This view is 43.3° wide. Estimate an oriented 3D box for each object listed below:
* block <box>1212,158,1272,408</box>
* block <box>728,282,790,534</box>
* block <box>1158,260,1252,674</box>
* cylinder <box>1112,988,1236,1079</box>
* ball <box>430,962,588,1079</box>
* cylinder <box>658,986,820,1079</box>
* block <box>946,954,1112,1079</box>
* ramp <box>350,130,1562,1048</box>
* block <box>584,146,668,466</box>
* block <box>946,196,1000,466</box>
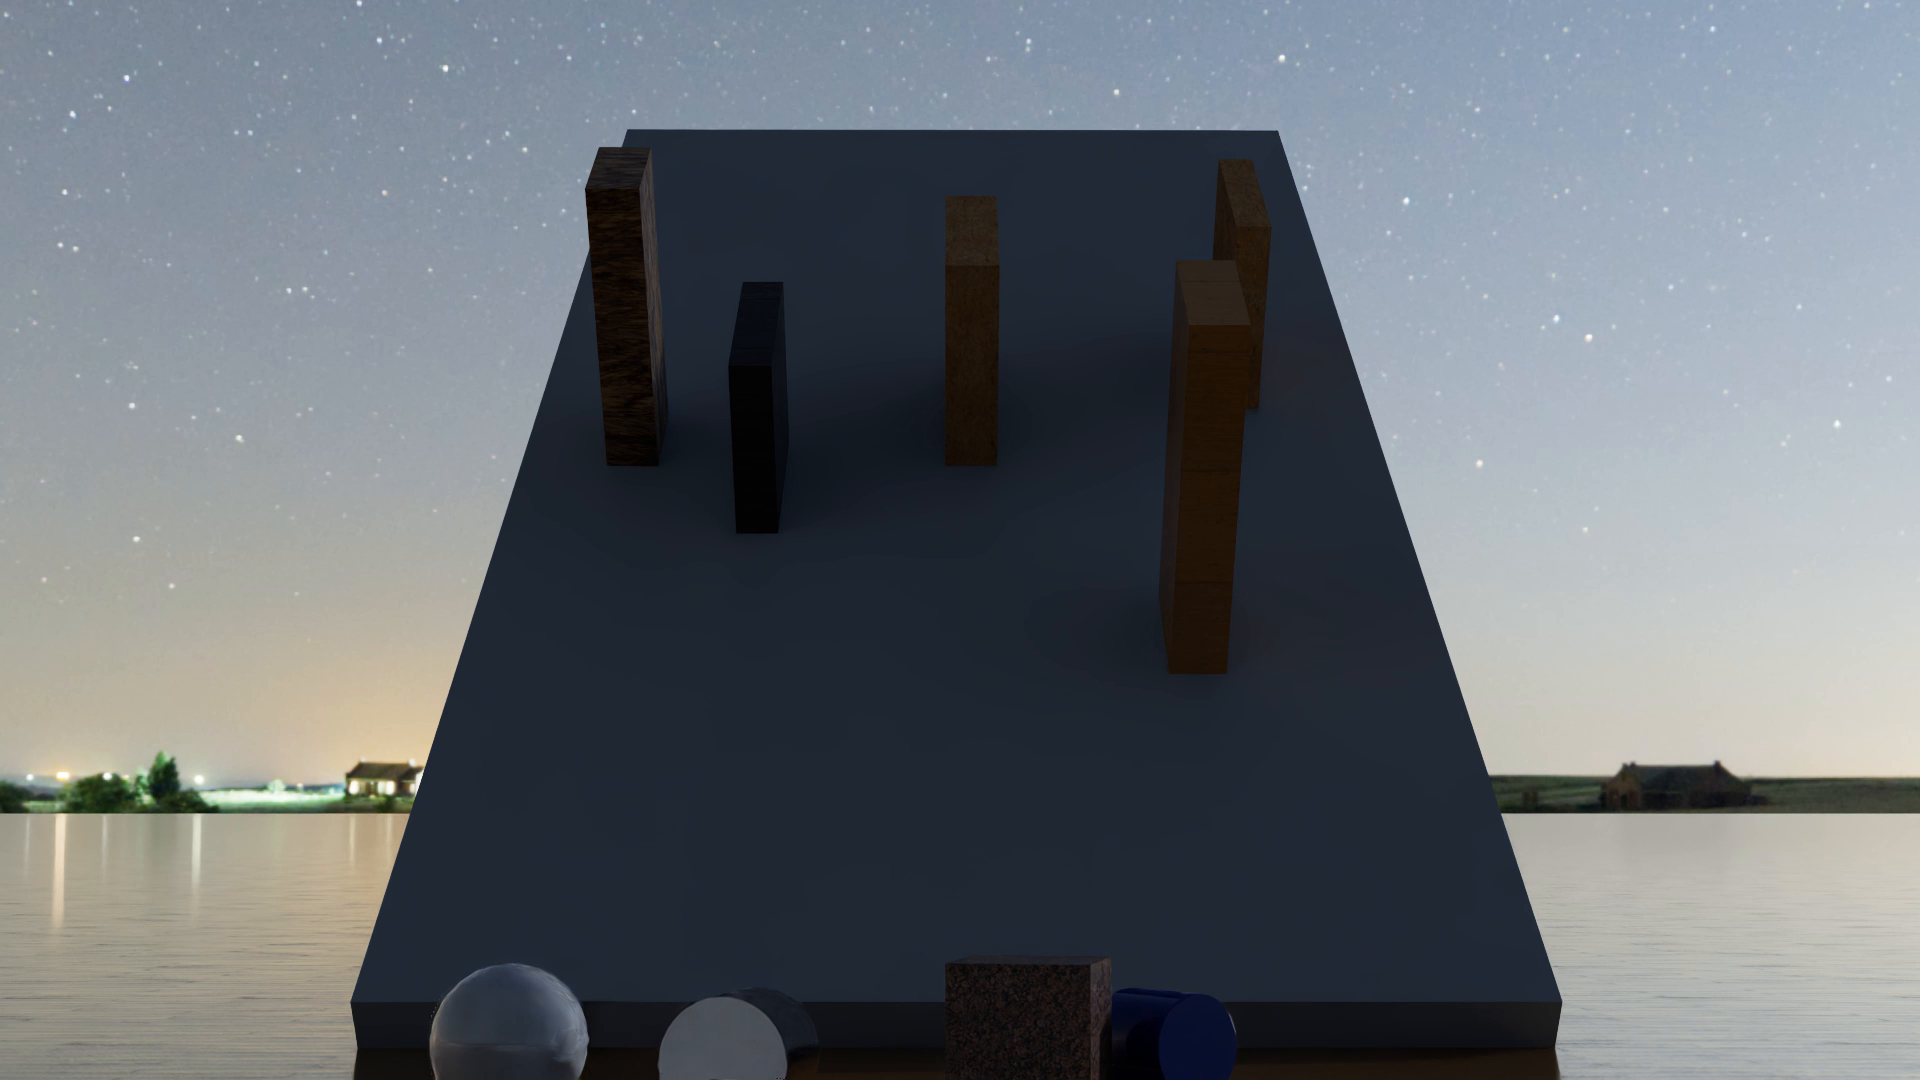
[{"bbox_3d":[0.678,-0.628,5.902,0.081,0.473,0.424,0,30,0],"label":"block"},{"bbox_3d":[-0.445,-0.299,5.397,0.091,0.410,0.427,0,30,0],"label":"block"},{"bbox_3d":[0.476,-0.138,4.773,0.114,0.768,0.294,0,30,0],"label":"block"},{"bbox_3d":[0.285,0.703,3.384,0.144,0.144,0.144,5,-8,-36],"label":"cylinder"},{"bbox_3d":[-0.578,0.644,3.104,0.201,0.201,0.201,0,-6,0],"label":"ball"},{"bbox_3d":[-0.279,0.659,3.082,0.166,0.166,0.166,-1,-6,11],"label":"cylinder"},{"bbox_3d":[0.095,0.665,3.271,0.194,0.194,0.194,-1,-6,12],"label":"block"},{"bbox_3d":[-0.013,-0.206,5.745,2.000,0.100,4.000,0,30,0],"label":"ramp"},{"bbox_3d":[-0.754,-0.528,5.515,0.117,0.682,0.247,0,30,0],"label":"block"},{"bbox_3d":[0.026,-0.490,5.634,0.119,0.501,0.401,0,30,0],"label":"block"}]
